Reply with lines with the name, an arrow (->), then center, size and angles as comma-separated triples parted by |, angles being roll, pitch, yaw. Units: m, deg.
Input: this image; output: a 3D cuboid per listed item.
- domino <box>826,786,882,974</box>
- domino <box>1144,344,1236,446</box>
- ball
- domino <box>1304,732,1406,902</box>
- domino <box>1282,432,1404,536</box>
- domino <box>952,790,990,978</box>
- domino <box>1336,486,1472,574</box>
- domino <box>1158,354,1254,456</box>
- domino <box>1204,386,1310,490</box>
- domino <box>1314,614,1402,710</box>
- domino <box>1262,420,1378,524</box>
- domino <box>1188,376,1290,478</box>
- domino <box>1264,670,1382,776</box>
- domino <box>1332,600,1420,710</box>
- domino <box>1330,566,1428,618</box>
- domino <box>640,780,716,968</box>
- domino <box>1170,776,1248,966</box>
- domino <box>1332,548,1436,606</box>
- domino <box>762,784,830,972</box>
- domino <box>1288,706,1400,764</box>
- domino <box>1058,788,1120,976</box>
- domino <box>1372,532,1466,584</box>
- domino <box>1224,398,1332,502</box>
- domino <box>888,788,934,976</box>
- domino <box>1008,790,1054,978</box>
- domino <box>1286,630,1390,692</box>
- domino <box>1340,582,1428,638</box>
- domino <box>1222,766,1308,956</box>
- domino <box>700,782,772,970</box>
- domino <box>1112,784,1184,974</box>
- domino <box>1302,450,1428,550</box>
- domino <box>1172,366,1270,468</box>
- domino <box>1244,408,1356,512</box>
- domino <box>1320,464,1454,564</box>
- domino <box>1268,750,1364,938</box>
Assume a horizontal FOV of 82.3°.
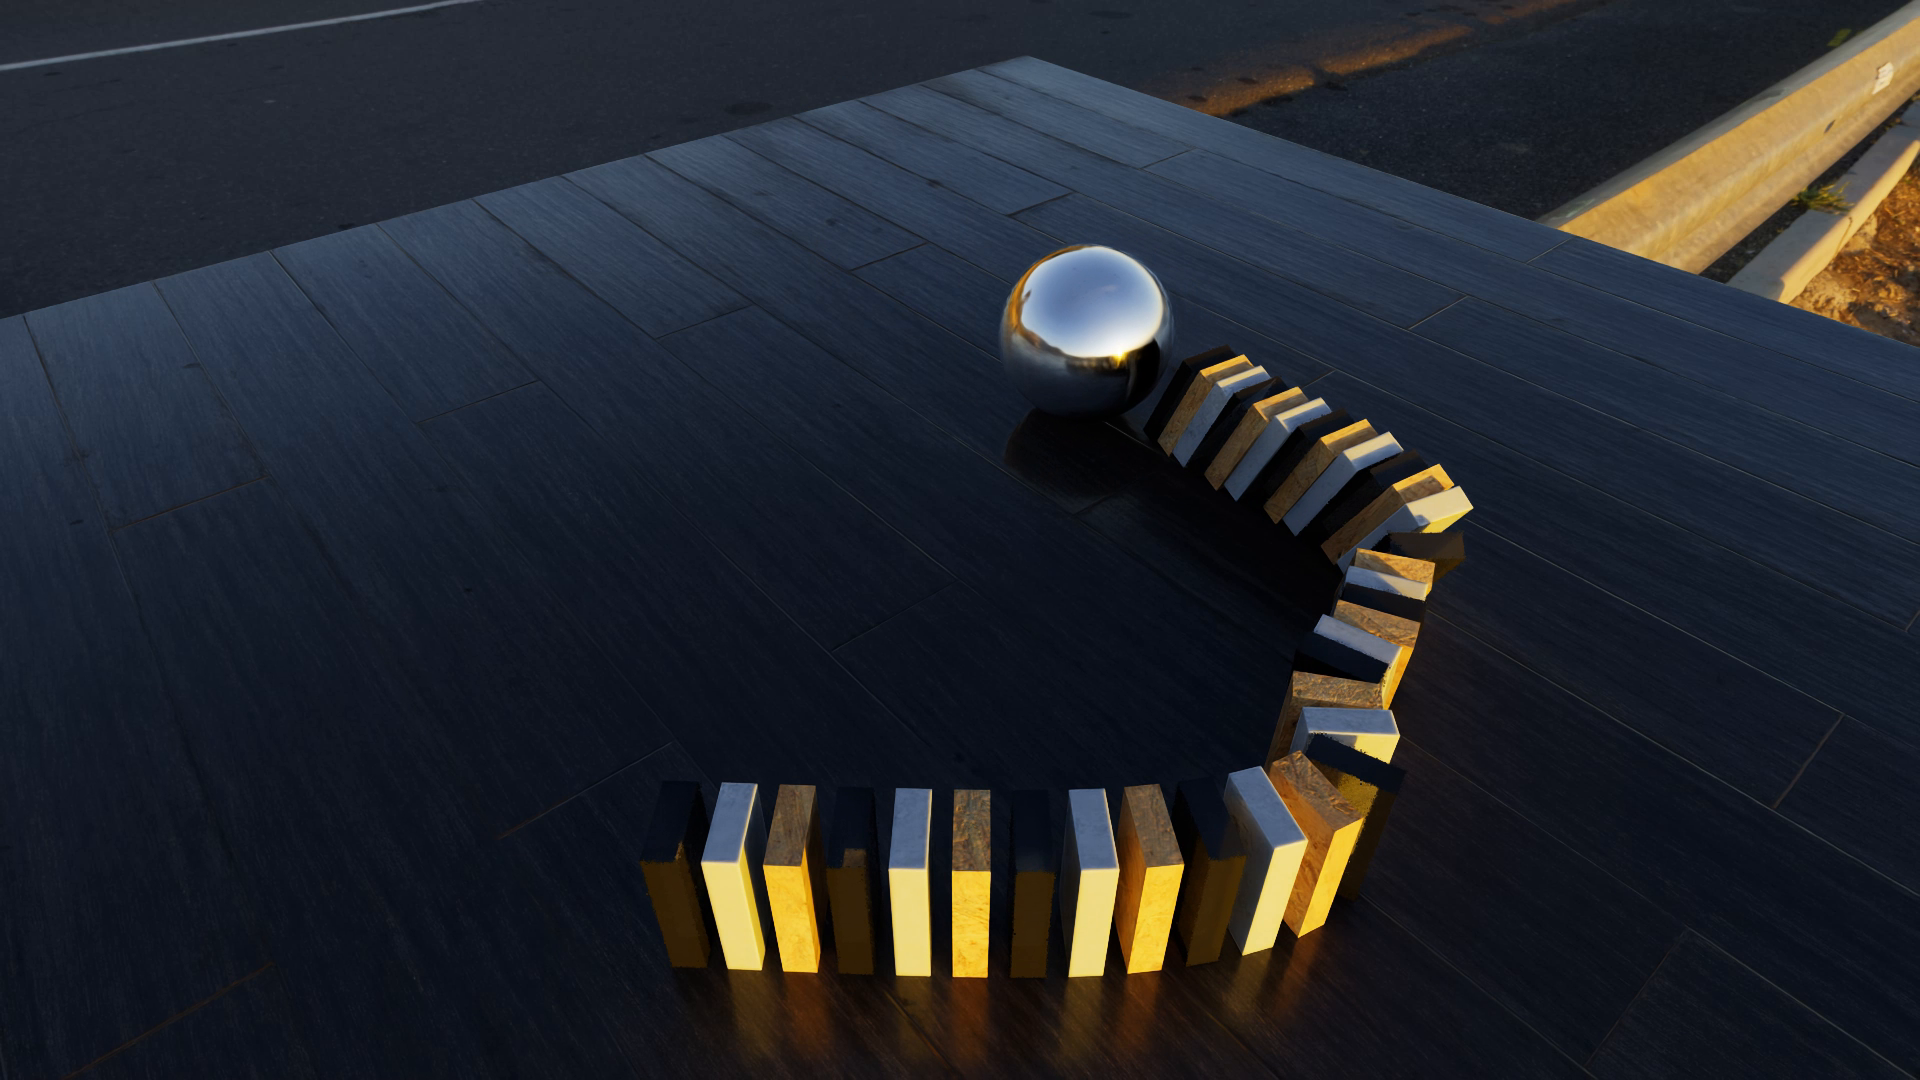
domino -> -0.028, 0.093, 0.298 | 0.009, 0.050, 0.025 | 1, 39, 2
domino -> 0.102, -0.064, 0.490 | 0.025, 0.050, 0.009 | -22, 67, -24
ball -> 0.058, -0.094, 0.503 | 0.080, 0.080, 0.080 | 0, 39, 0
domino -> 0.107, 0.080, 0.314 | 0.025, 0.050, 0.009 | 22, 45, 25
domino -> 0.152, -0.022, 0.438 | 0.025, 0.050, 0.009 | -21, 67, -24
domino -> 0.003, 0.093, 0.297 | 0.010, 0.050, 0.025 | 1, 39, 1
domino -> 0.166, -0.002, 0.414 | 0.025, 0.050, 0.009 | -17, 69, -19
domino -> 0.108, -0.058, 0.483 | 0.025, 0.050, 0.010 | -22, 67, -24
domino -> 0.124, -0.042, 0.463 | 0.025, 0.050, 0.010 | -22, 67, -25
domino -> 0.124, 0.047, 0.354 | 0.025, 0.050, 0.009 | 25, 59, 27
domino -> 0.145, -0.027, 0.445 | 0.025, 0.050, 0.010 | -22, 67, -24
domino -> 0.119, -0.047, 0.469 | 0.025, 0.050, 0.009 | -22, 67, -25
domino -> 0.110, 0.061, 0.336 | 0.025, 0.050, 0.009 | 8, 45, 10
domino -> 0.133, 0.040, 0.362 | 0.025, 0.050, 0.010 | 17, 60, 20
domino -> 0.143, 0.025, 0.382 | 0.025, 0.050, 0.009 | 14, 70, 16
domino -> -0.075, 0.092, 0.300 | 0.009, 0.050, 0.025 | 1, 39, 1
domino -> 0.065, 0.091, 0.300 | 0.009, 0.050, 0.025 | -7, 40, -8
domino -> 0.149, 0.018, 0.391 | 0.025, 0.050, 0.010 | 12, 72, 14
domino -> -0.044, 0.092, 0.299 | 0.010, 0.050, 0.025 | 2, 39, 2
domino -> 0.110, 0.070, 0.326 | 0.025, 0.050, 0.009 | 2, 40, 2
domino -> 0.034, 0.093, 0.298 | 0.010, 0.050, 0.025 | -2, 39, -2
domino -> 0.160, 0.010, 0.401 | 0.025, 0.050, 0.010 | 0, 70, 0
domino -> 0.132, -0.037, 0.457 | 0.025, 0.050, 0.010 | -22, 67, -24
domino -> -0.013, 0.093, 0.298 | 0.009, 0.050, 0.025 | 1, 39, 1
domino -> 0.019, 0.093, 0.297 | 0.009, 0.050, 0.025 | 0, 39, 0
domino -> 0.116, 0.053, 0.346 | 0.025, 0.050, 0.010 | 25, 52, 27
domino -> 0.139, 0.033, 0.372 | 0.025, 0.050, 0.009 | 14, 64, 16
domino -> 0.080, 0.089, 0.303 | 0.009, 0.050, 0.025 | -10, 40, -13
domino -> -0.059, 0.092, 0.299 | 0.010, 0.050, 0.025 | 2, 39, 2
domino -> 0.050, 0.092, 0.299 | 0.010, 0.050, 0.025 | -4, 40, -5
domino -> 0.158, -0.015, 0.431 | 0.025, 0.050, 0.010 | -21, 70, -24
domino -> 0.113, -0.053, 0.476 | 0.025, 0.050, 0.010 | -22, 67, -24
domino -> 0.139, -0.032, 0.451 | 0.025, 0.050, 0.009 | -22, 67, -24
domino -> 0.163, -0.009, 0.423 | 0.025, 0.050, 0.009 | -21, 71, -24
domino -> 0.095, 0.085, 0.307 | 0.010, 0.050, 0.025 | -18, 43, -20
